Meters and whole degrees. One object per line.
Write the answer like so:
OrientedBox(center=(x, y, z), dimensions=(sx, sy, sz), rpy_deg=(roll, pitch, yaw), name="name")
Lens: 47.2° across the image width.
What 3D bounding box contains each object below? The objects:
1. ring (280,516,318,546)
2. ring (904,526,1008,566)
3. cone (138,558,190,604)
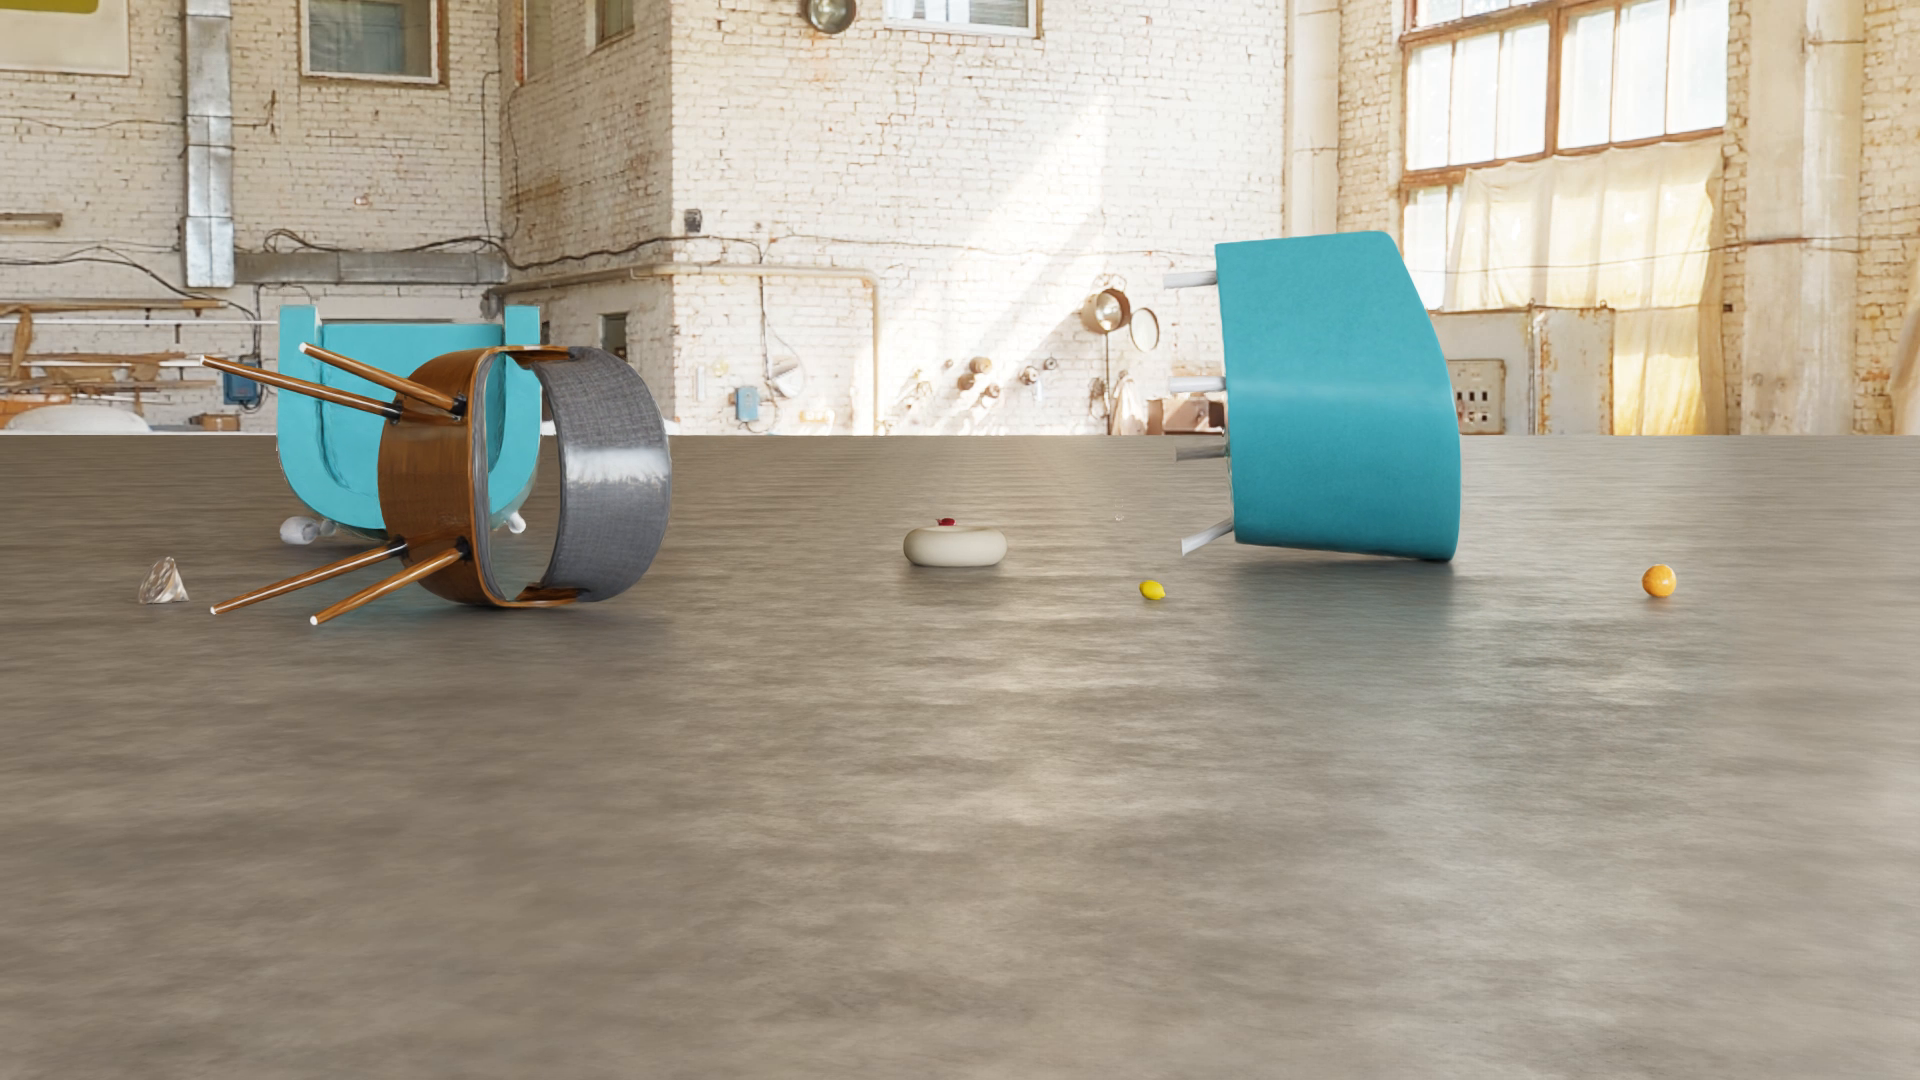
OrientedBox(center=(-1.909, -0.027, 6.353), dimensions=(0.074, 0.083, 0.121), rpy_deg=(6, 19, 17), name="ring")
OrientedBox(center=(-0.013, 0.016, 5.654), dimensions=(0.272, 0.092, 0.264), rpy_deg=(-5, 7, -42), name="ring")
OrientedBox(center=(-1.660, 0.107, 4.640), dimensions=(0.085, 0.111, 0.127), rpy_deg=(40, 0, -37), name="cone")
